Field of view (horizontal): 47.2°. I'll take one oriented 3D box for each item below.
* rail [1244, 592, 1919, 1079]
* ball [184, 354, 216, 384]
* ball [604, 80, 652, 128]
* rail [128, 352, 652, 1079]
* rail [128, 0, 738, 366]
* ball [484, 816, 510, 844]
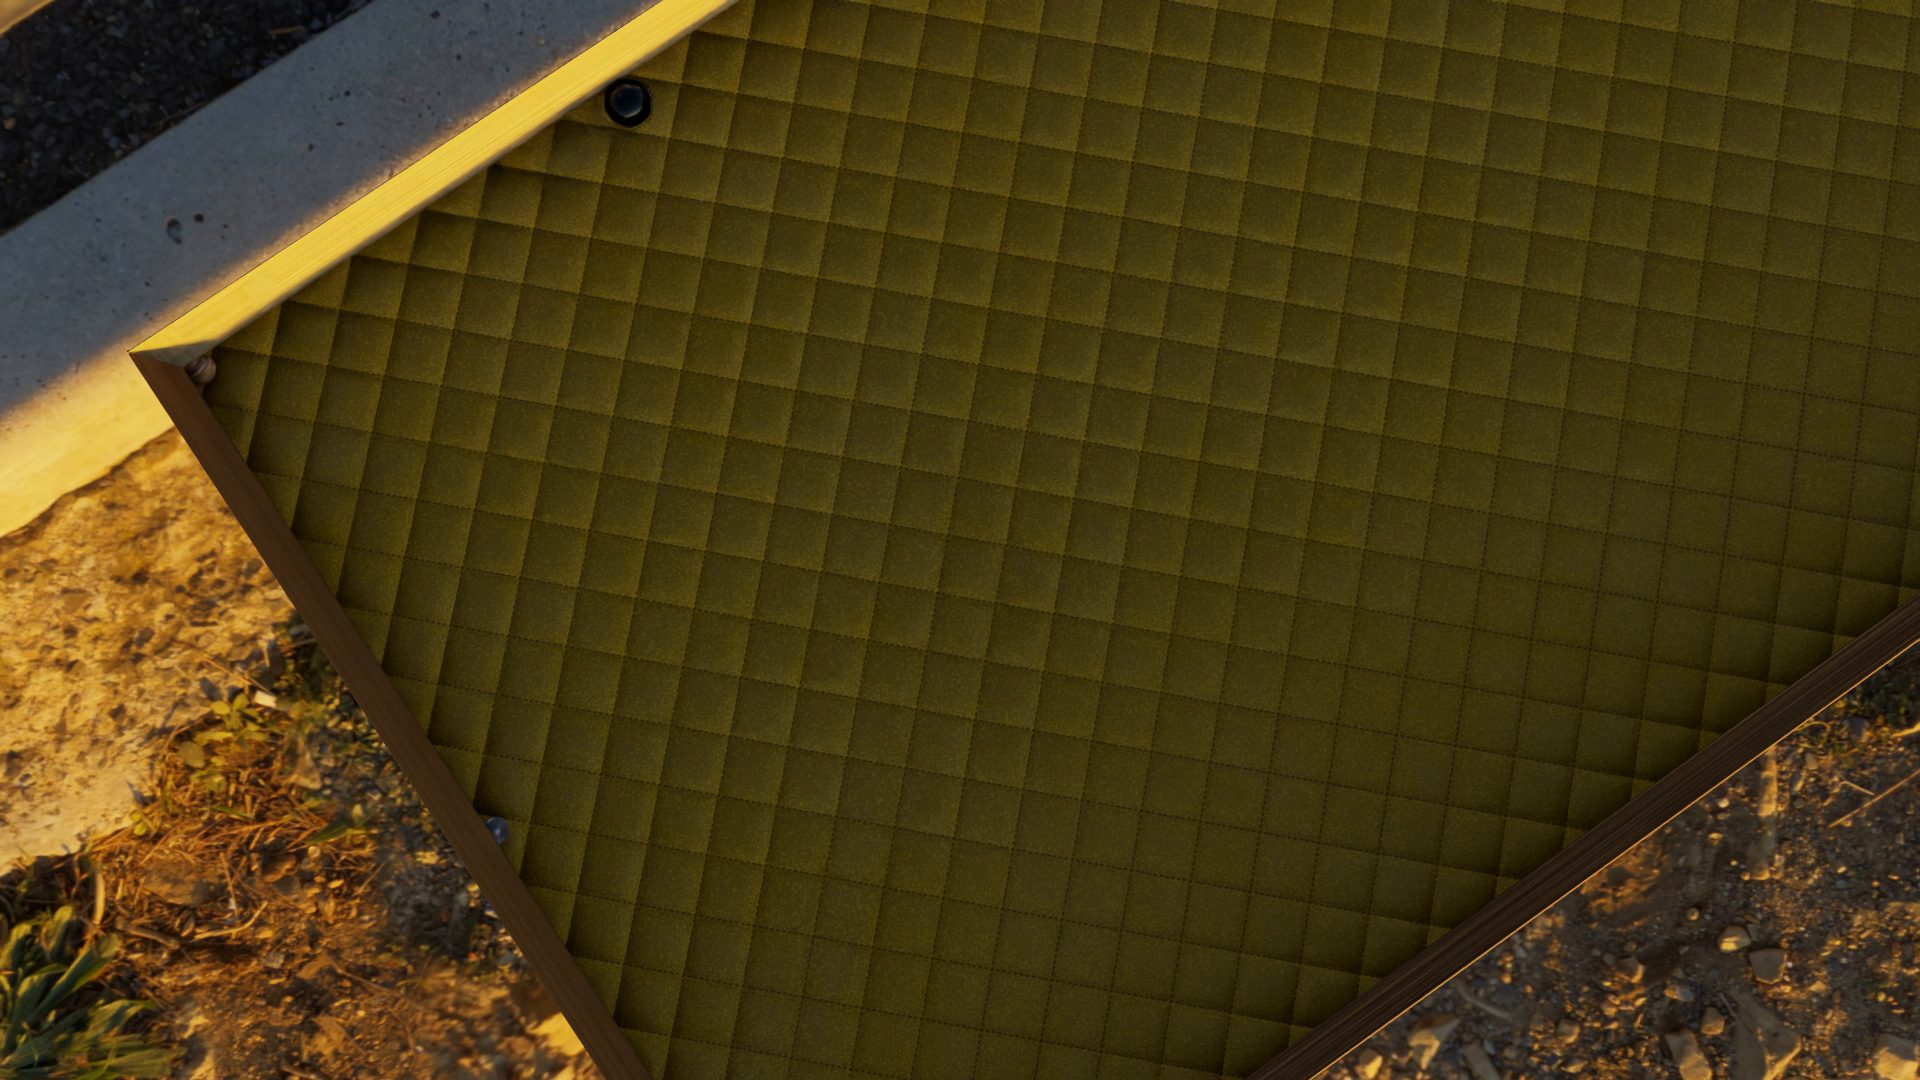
[{"bbox_3d":[1.210,0.243,3.210,3.406,0.109,0.045,-35,84,-4],"label":"rail"},{"bbox_3d":[-1.144,-0.257,3.311,0.046,0.046,0.046,0,82,0],"label":"ball"},{"bbox_3d":[-0.506,-0.666,3.353,0.072,0.072,0.072,0,82,0],"label":"ball"},{"bbox_3d":[-0.680,0.465,3.180,0.045,0.109,1.837,-35,84,-4],"label":"rail"},{"bbox_3d":[0.188,-1.213,3.408,3.406,0.109,0.045,-35,84,-4],"label":"rail"},{"bbox_3d":[-0.681,0.426,3.220,0.042,0.042,0.042,0,82,0],"label":"ball"}]
